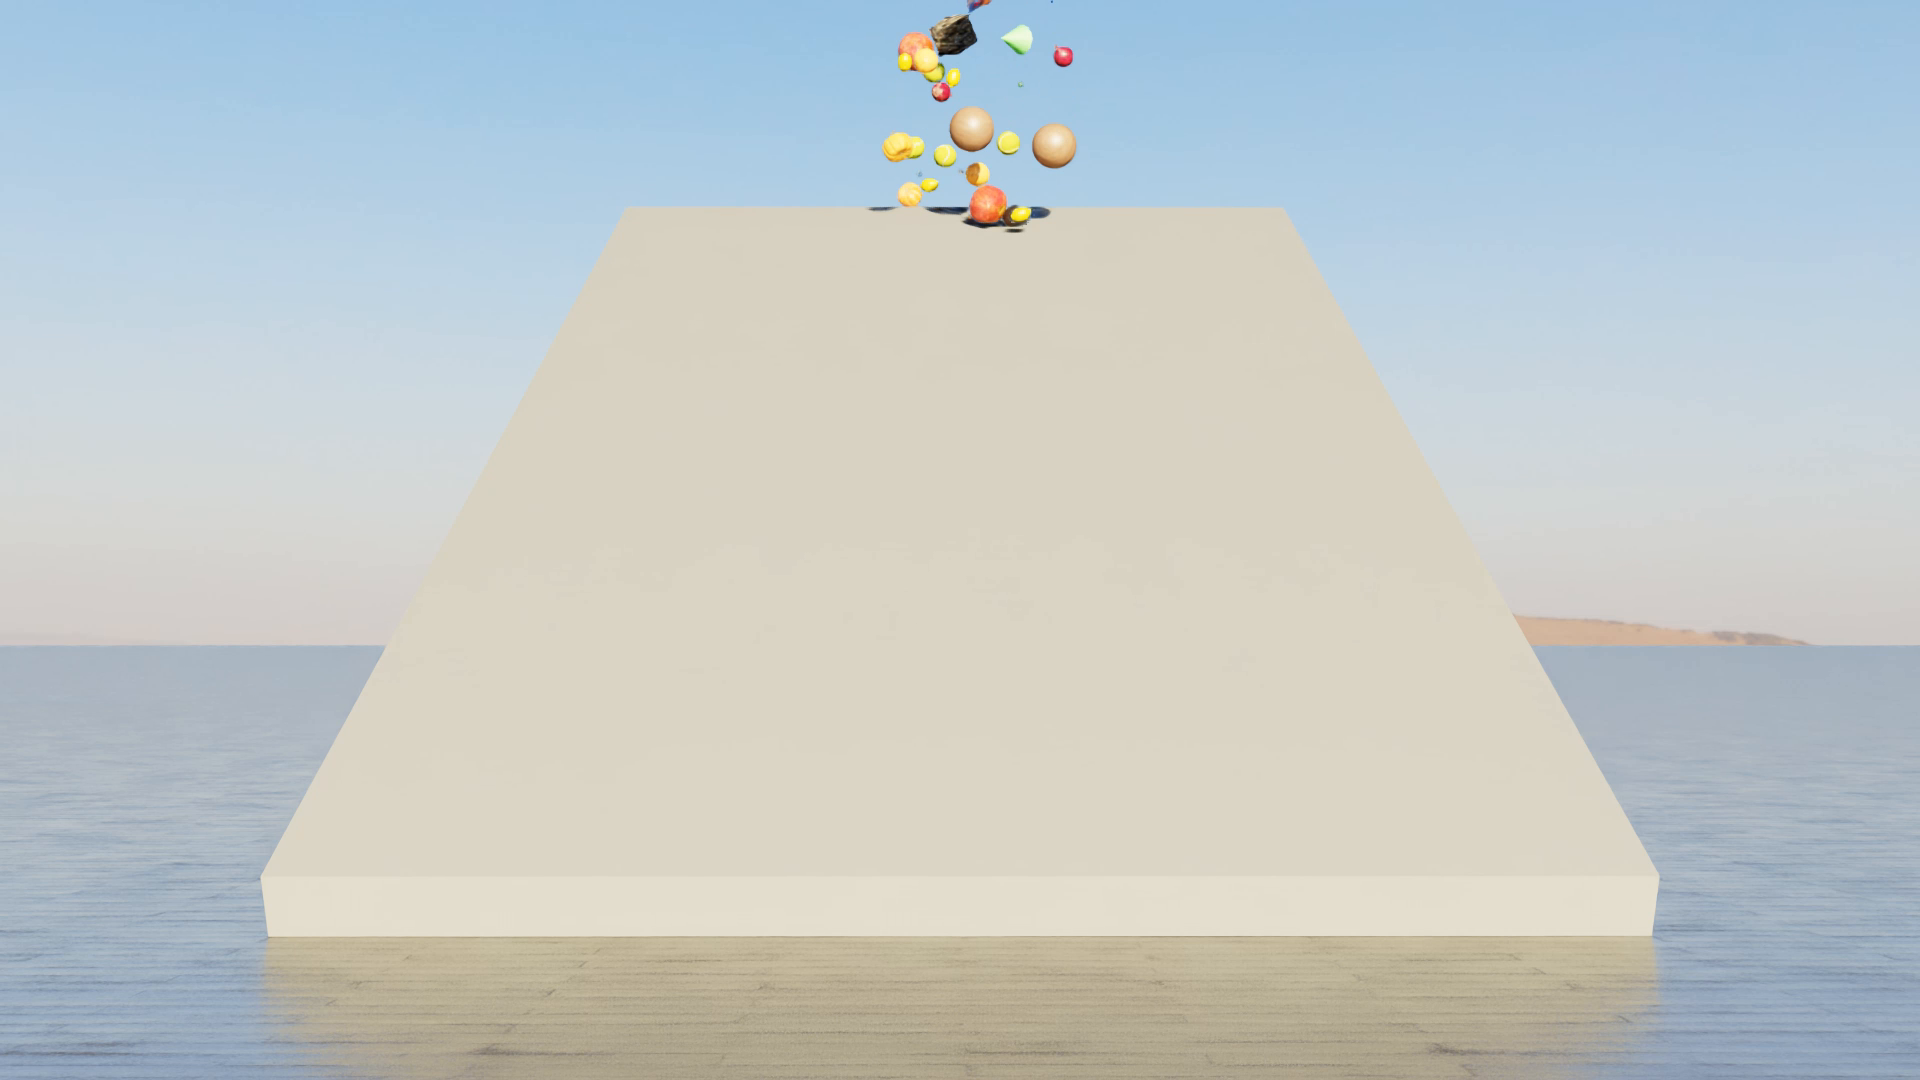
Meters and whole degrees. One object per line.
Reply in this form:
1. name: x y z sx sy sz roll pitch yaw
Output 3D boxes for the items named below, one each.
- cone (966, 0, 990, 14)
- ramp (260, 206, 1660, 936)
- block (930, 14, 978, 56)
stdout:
1. cone: 0.040 -1.590 6.797 0.089 0.089 0.089 1 -31 -19
2. ramp: -0.006 -0.221 5.155 2.000 0.100 4.000 0 22 0
3. block: -0.020 -1.537 6.987 0.089 0.089 0.089 7 40 47
